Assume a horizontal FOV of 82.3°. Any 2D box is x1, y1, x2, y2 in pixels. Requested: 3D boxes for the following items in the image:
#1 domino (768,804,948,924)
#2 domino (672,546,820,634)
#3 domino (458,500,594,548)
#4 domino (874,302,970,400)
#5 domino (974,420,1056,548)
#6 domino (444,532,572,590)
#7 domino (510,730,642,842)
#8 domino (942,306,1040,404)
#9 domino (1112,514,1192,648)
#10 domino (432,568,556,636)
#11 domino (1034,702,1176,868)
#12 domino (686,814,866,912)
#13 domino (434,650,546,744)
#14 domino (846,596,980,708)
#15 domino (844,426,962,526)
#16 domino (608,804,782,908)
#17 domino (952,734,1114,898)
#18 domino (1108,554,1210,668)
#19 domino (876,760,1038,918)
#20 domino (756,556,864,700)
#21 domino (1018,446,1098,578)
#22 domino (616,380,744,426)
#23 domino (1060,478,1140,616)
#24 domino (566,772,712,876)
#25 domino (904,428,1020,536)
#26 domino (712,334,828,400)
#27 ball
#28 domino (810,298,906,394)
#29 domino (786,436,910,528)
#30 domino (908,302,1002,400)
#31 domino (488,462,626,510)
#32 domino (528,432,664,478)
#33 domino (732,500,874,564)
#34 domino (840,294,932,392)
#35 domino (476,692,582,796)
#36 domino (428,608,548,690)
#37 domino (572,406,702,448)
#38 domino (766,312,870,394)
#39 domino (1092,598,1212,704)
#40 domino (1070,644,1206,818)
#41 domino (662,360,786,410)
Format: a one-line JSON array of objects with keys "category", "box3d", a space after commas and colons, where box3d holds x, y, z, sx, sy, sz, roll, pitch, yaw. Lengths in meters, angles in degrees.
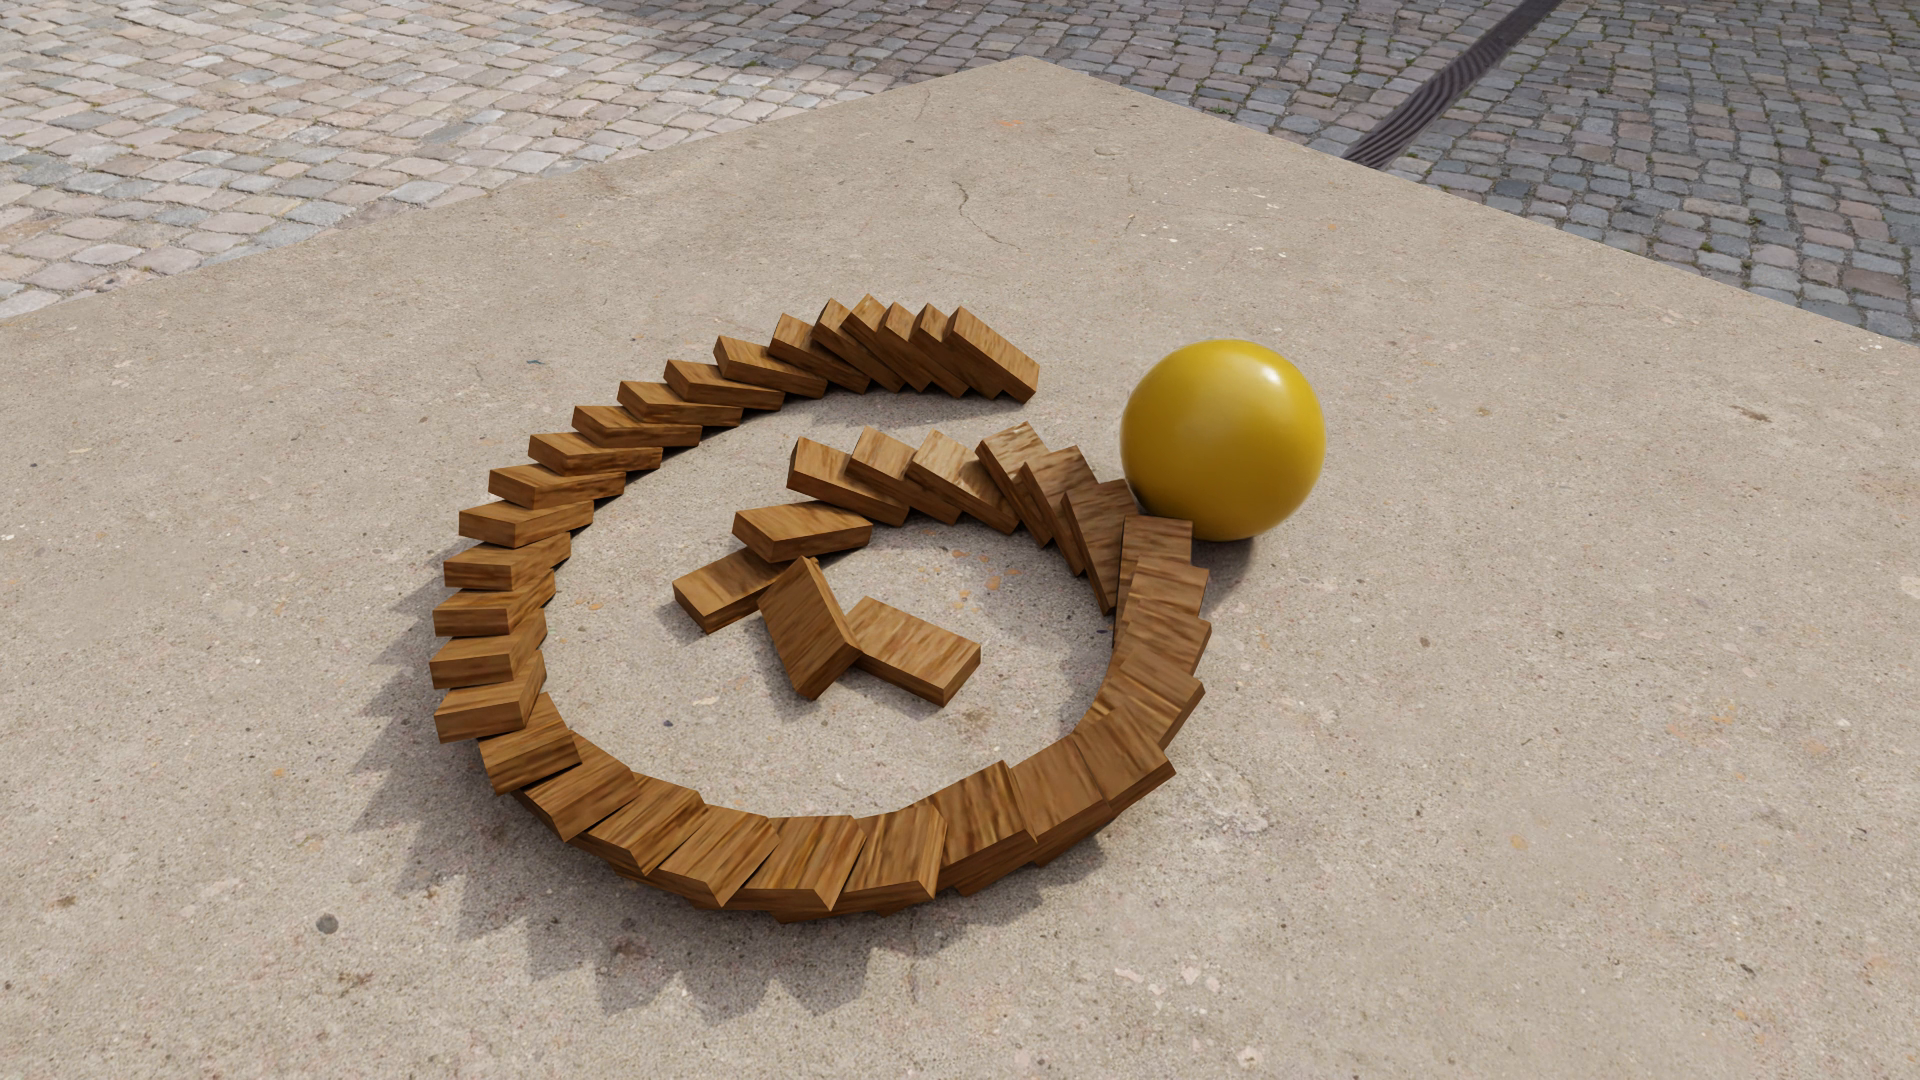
[{"category": "domino", "box3d": [-0.030, 0.093, 0.314, 0.050, 0.009, 0.025, -16, 34, 22]}, {"category": "domino", "box3d": [-0.082, 0.016, 0.424, 0.050, 0.010, 0.025, -27, 47, -29]}, {"category": "domino", "box3d": [-0.172, -0.009, 0.438, 0.025, 0.009, 0.050, 11, 15, 14]}, {"category": "domino", "box3d": [-0.016, -0.092, 0.533, 0.050, 0.010, 0.025, 34, 36, -18]}, {"category": "domino", "box3d": [0.031, -0.023, 0.453, 0.025, 0.009, 0.050, -25, 74, -32]}, {"category": "domino", "box3d": [-0.171, 0.007, 0.419, 0.025, 0.009, 0.050, 3, 14, 4]}, {"category": "domino", "box3d": [-0.120, 0.074, 0.337, 0.025, 0.009, 0.050, -31, 23, -32]}, {"category": "domino", "box3d": [0.015, -0.089, 0.530, 0.050, 0.010, 0.025, 34, 36, -18]}, {"category": "domino", "box3d": [0.071, 0.016, 0.405, 0.025, 0.009, 0.050, 7, 68, 5]}, {"category": "domino", "box3d": [-0.168, 0.022, 0.400, 0.025, 0.010, 0.050, -1, 14, -2]}, {"category": "domino", "box3d": [0.038, 0.074, 0.336, 0.050, 0.010, 0.025, -35, 45, 0]}, {"category": "domino", "box3d": [-0.054, 0.092, 0.314, 0.050, 0.009, 0.025, -10, 32, 30]}, {"category": "domino", "box3d": [-0.155, 0.051, 0.365, 0.025, 0.010, 0.050, -9, 15, -11]}, {"category": "domino", "box3d": [-0.020, 0.039, 0.395, 0.050, 0.009, 0.025, 21, 44, 24]}, {"category": "domino", "box3d": [-0.021, -0.027, 0.460, 0.050, 0.010, 0.025, 25, 38, -8]}, {"category": "domino", "box3d": [-0.078, 0.089, 0.319, 0.050, 0.010, 0.025, -2, 31, 40]}, {"category": "domino", "box3d": [0.017, 0.082, 0.327, 0.050, 0.009, 0.025, -31, 43, 3]}, {"category": "domino", "box3d": [0.069, 0.032, 0.387, 0.025, 0.010, 0.050, 14, 68, 15]}, {"category": "domino", "box3d": [-0.005, 0.087, 0.321, 0.050, 0.010, 0.025, -27, 40, 7]}, {"category": "domino", "box3d": [-0.055, 0.031, 0.395, 0.025, 0.010, 0.050, -45, 44, 10]}, {"category": "domino", "box3d": [0.047, -0.012, 0.440, 0.025, 0.009, 0.050, -19, 70, -25]}, {"category": "domino", "box3d": [-0.128, -0.062, 0.504, 0.050, 0.009, 0.025, -4, 32, -46]}, {"category": "domino", "box3d": [0.059, 0.002, 0.424, 0.025, 0.009, 0.050, -12, 68, -15]}, {"category": "domino", "box3d": [-0.099, 0.082, 0.327, 0.050, 0.010, 0.025, 1, 31, 44]}, {"category": "domino", "box3d": [0.004, -0.024, 0.457, 0.050, 0.010, 0.025, 30, 43, -3]}, {"category": "domino", "box3d": [-0.091, -0.083, 0.528, 0.050, 0.009, 0.025, 9, 32, -32]}, {"category": "ball", "box3d": [0.103, -0.039, 0.436, 0.080, 0.080, 0.080, 0, 39, 0]}, {"category": "domino", "box3d": [-0.047, -0.095, 0.537, 0.050, 0.009, 0.025, 33, 37, -17]}, {"category": "domino", "box3d": [-0.046, -0.024, 0.456, 0.050, 0.009, 0.025, 19, 35, -17]}, {"category": "domino", "box3d": [0.000, -0.091, 0.532, 0.050, 0.009, 0.025, 34, 36, -18]}, {"category": "domino", "box3d": [-0.166, -0.024, 0.456, 0.025, 0.010, 0.050, 19, 18, 22]}, {"category": "domino", "box3d": [-0.156, -0.038, 0.474, 0.025, 0.010, 0.050, 26, 21, 28]}, {"category": "domino", "box3d": [-0.062, -0.004, 0.435, 0.025, 0.009, 0.050, 34, 29, 34]}, {"category": "domino", "box3d": [-0.032, -0.096, 0.537, 0.050, 0.009, 0.025, 39, 35, -10]}, {"category": "domino", "box3d": [-0.138, 0.064, 0.349, 0.025, 0.009, 0.050, -22, 18, -24]}, {"category": "domino", "box3d": [-0.163, 0.037, 0.382, 0.025, 0.010, 0.050, -6, 15, -7]}, {"category": "domino", "box3d": [-0.143, -0.051, 0.489, 0.025, 0.010, 0.050, 31, 23, 32]}, {"category": "domino", "box3d": [-0.067, -0.091, 0.538, 0.050, 0.010, 0.025, 22, 37, -14]}, {"category": "domino", "box3d": [0.063, 0.047, 0.369, 0.025, 0.009, 0.050, 20, 70, 23]}, {"category": "domino", "box3d": [0.053, 0.061, 0.352, 0.025, 0.009, 0.050, 31, 75, 32]}, {"category": "domino", "box3d": [-0.110, -0.073, 0.516, 0.050, 0.009, 0.025, 0, 31, -42]}]
